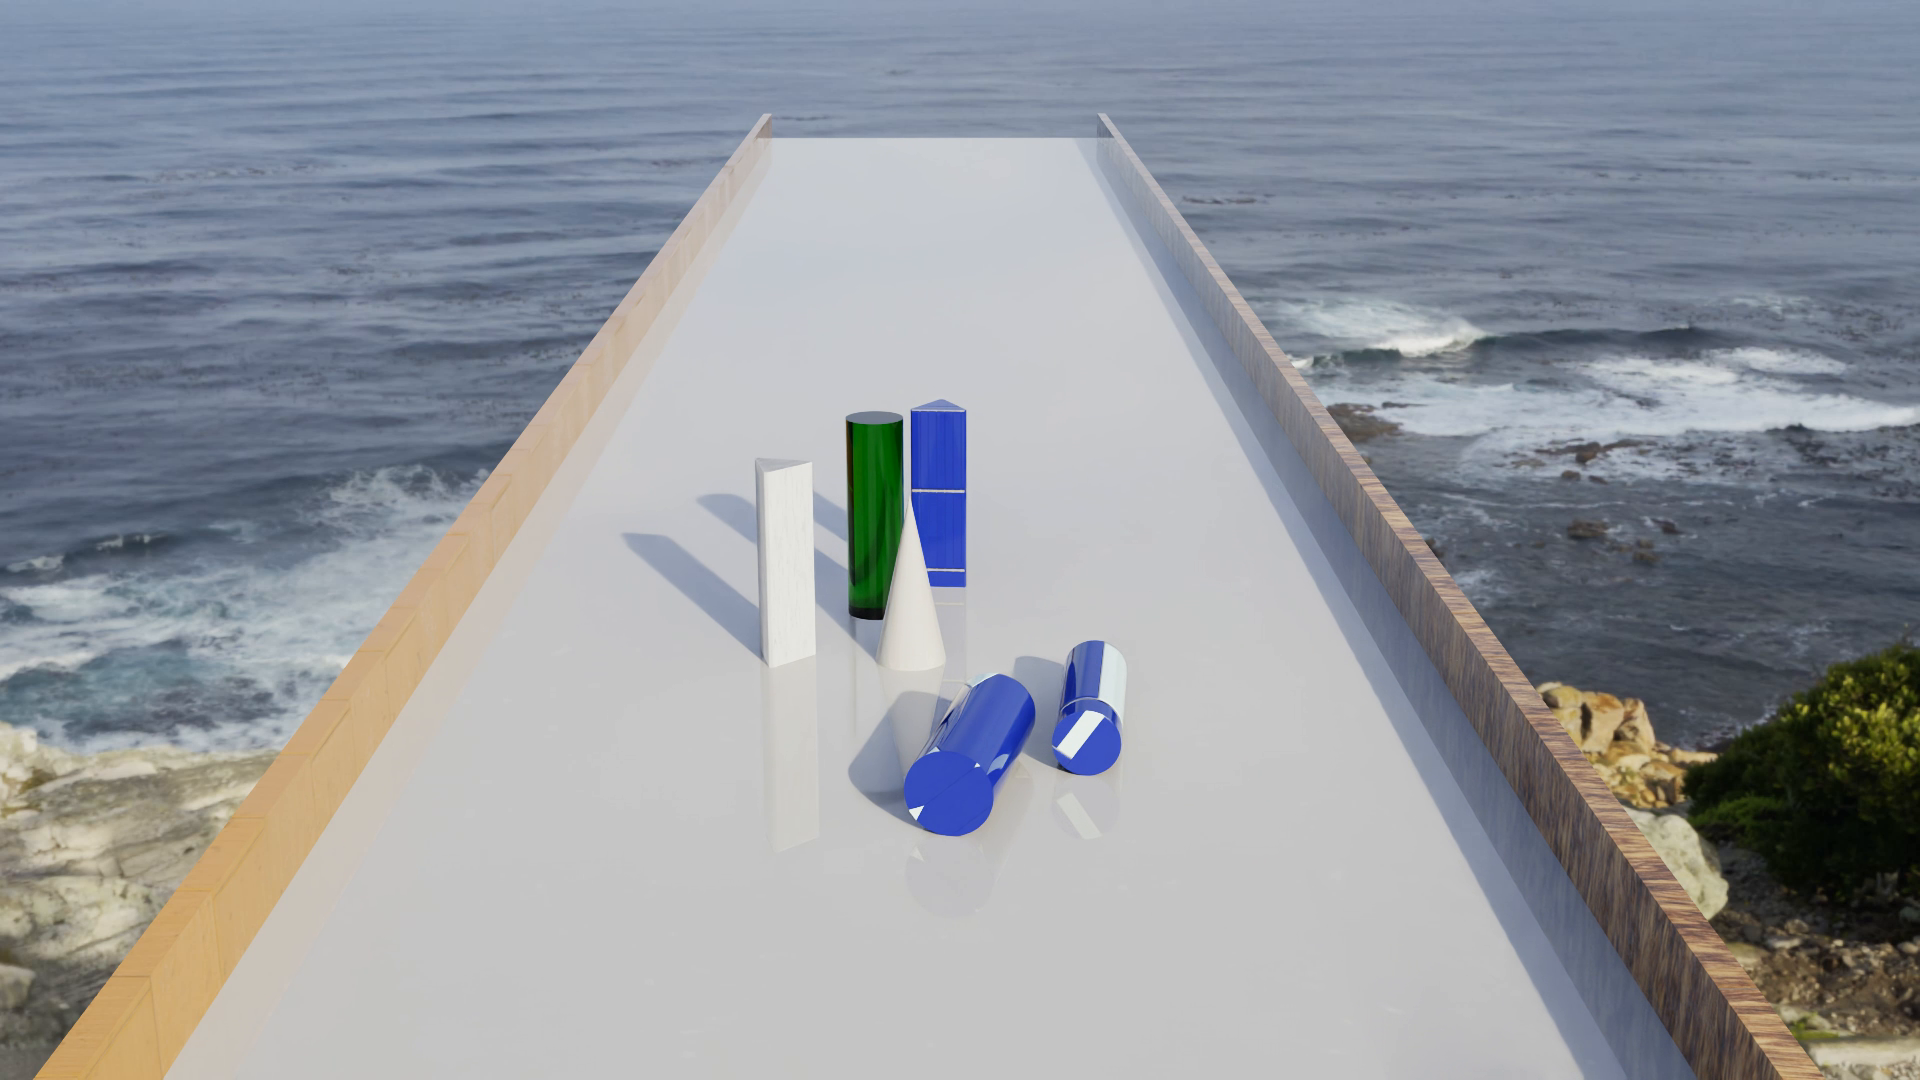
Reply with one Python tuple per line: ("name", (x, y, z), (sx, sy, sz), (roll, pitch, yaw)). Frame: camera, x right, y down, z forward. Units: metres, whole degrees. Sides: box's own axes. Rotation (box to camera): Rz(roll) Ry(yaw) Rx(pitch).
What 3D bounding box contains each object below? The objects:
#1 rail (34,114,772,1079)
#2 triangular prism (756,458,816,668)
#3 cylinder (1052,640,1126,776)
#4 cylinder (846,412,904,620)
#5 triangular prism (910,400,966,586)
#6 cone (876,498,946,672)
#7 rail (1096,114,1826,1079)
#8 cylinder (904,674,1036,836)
("rail", (-1.118, -0.838, 7.780), (0.050, 0.150, 12.000), (0, 17, -1))
("triangular prism", (-0.370, 0.039, 4.391), (0.118, 0.401, 0.102), (-16, 23, -42))
("cylinder", (0.239, 0.301, 4.004), (0.121, 0.121, 0.374), (2, 17, 5))
("cylinder", (-0.179, -0.052, 4.653), (0.121, 0.426, 0.121), (0, 17, 0))
("triangular prism", (-0.044, -0.104, 4.873), (0.120, 0.402, 0.104), (1, 17, 4))
("cone", (-0.099, 0.075, 4.374), (0.144, 0.343, 0.144), (0, 17, 0))
("rail", (0.932, -0.844, 7.801), (0.050, 0.150, 12.000), (0, 17, -1))
("cylinder", (0.022, 0.360, 3.753), (0.150, 0.150, 0.377), (4, 17, 12))
